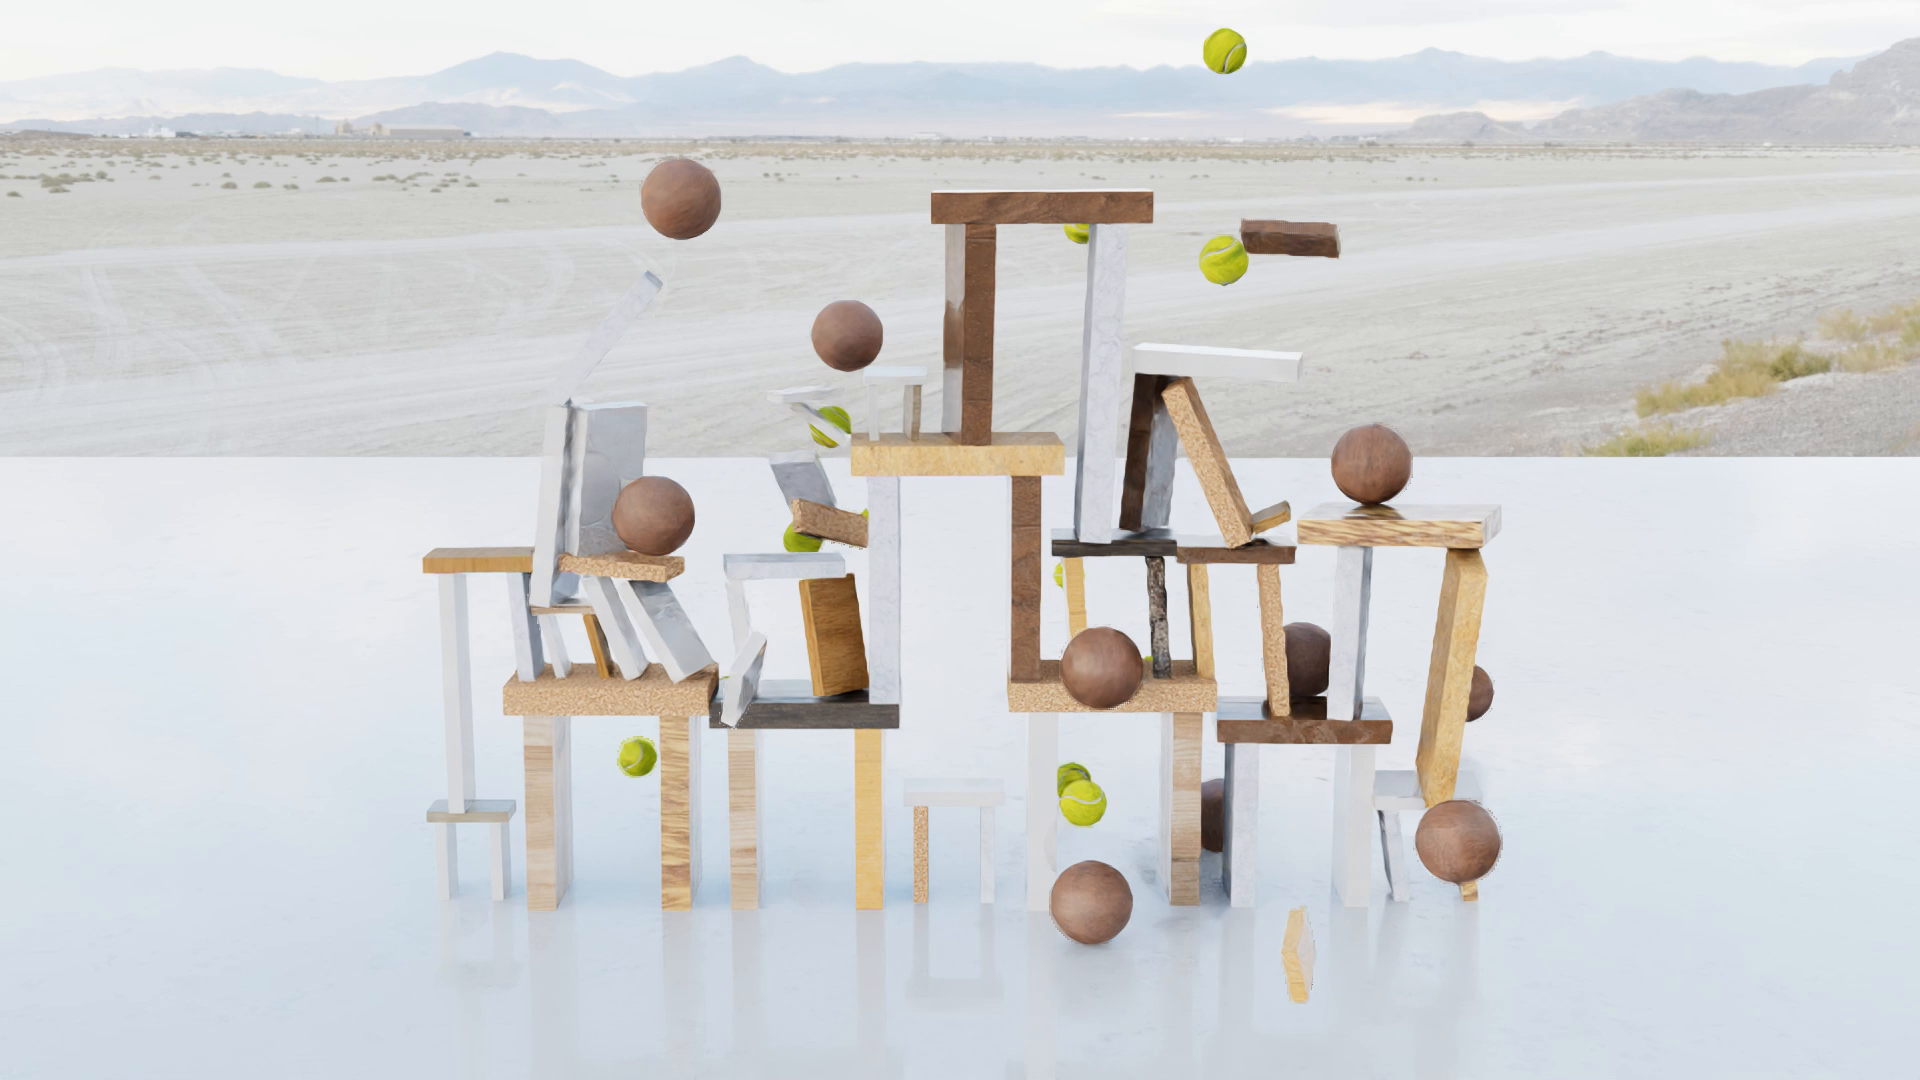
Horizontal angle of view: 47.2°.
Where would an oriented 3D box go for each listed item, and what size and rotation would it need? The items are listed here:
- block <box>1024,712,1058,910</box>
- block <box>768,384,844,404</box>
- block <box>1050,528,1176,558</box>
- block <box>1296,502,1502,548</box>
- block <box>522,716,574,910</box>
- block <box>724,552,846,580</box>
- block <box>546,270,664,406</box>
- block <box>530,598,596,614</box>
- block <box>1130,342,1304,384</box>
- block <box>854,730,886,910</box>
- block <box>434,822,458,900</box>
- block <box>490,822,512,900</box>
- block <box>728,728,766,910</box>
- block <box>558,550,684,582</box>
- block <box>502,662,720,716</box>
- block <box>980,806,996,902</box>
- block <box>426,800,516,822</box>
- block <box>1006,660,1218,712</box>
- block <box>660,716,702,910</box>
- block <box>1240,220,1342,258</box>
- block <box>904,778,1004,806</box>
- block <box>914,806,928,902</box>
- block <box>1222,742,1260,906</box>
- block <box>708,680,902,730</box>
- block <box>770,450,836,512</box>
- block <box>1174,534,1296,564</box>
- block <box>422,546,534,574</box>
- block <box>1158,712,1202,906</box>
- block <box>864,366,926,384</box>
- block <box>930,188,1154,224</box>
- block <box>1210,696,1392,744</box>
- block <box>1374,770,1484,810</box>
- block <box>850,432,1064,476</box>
[{"bbox_3d":[0.134,0.426,3.639,0.047,0.334,0.167,0,11,0],"label":"block"},{"bbox_3d":[-0.245,-0.232,3.502,0.109,0.015,0.054,-9,13,-30],"label":"block"},{"bbox_3d":[0.247,0.004,3.560,0.199,0.028,0.099,0,10,1],"label":"block"},{"bbox_3d":[0.695,-0.024,3.476,0.291,0.041,0.145,1,12,25],"label":"block"},{"bbox_3d":[-0.680,0.428,3.638,0.047,0.329,0.164,1,11,0],"label":"block"},{"bbox_3d":[-0.287,0.041,3.584,0.190,0.027,0.095,-1,9,-10],"label":"block"},{"bbox_3d":[-0.564,-0.322,3.497,0.034,0.241,0.121,40,6,-10],"label":"block"},{"bbox_3d":[-0.643,0.106,3.586,0.107,0.015,0.054,0,10,1],"label":"block"},{"bbox_3d":[0.409,-0.281,3.483,0.259,0.037,0.130,5,10,12],"label":"block"},{"bbox_3d":[-0.147,0.440,3.639,0.043,0.306,0.153,0,10,1],"label":"block"},{"bbox_3d":[-0.854,0.524,3.657,0.019,0.134,0.067,0,11,0],"label":"block"},{"bbox_3d":[-0.764,0.524,3.657,0.019,0.134,0.067,0,11,0],"label":"block"},{"bbox_3d":[-0.352,0.440,3.640,0.043,0.306,0.153,0,10,0],"label":"block"},{"bbox_3d":[-0.546,0.039,3.552,0.181,0.026,0.090,6,11,12],"label":"block"},{"bbox_3d":[-0.568,0.244,3.604,0.329,0.047,0.164,0,11,0],"label":"block"},{"bbox_3d":[0.046,0.509,3.651,0.023,0.166,0.083,0,11,0],"label":"block"},{"bbox_3d":[-0.809,0.449,3.643,0.134,0.019,0.067,0,11,0],"label":"block"},{"bbox_3d":[0.246,0.238,3.605,0.334,0.047,0.167,0,11,0],"label":"block"},{"bbox_3d":[-0.461,0.428,3.638,0.047,0.329,0.164,1,11,0],"label":"block"},{"bbox_3d":[0.430,-0.392,2.858,0.123,0.017,0.062,5,-18,17],"label":"block"},{"bbox_3d":[-0.009,0.416,3.633,0.166,0.023,0.083,0,11,0],"label":"block"},{"bbox_3d":[-0.065,0.509,3.651,0.023,0.166,0.083,0,11,0],"label":"block"},{"bbox_3d":[0.465,0.450,3.646,0.040,0.280,0.140,0,12,0],"label":"block"},{"bbox_3d":[-0.250,0.269,3.604,0.306,0.043,0.153,0,10,0],"label":"block"},{"bbox_3d":[-0.266,-0.099,3.737,0.079,0.022,0.157,-4,-31,9],"label":"block"},{"bbox_3d":[0.442,0.014,3.552,0.190,0.027,0.095,0,12,2],"label":"block"},{"bbox_3d":[-0.773,0.032,3.569,0.178,0.025,0.089,-1,10,1],"label":"block"},{"bbox_3d":[0.366,0.422,3.661,0.047,0.334,0.167,0,11,-2],"label":"block"},{"bbox_3d":[-0.102,-0.260,3.473,0.098,0.014,0.049,0,25,-1],"label":"block"},{"bbox_3d":[0.133,-0.527,3.471,0.343,0.049,0.171,0,10,5],"label":"block"},{"bbox_3d":[0.557,0.294,3.610,0.280,0.040,0.140,0,12,2],"label":"block"},{"bbox_3d":[0.758,0.409,3.592,0.174,0.025,0.087,0,24,1],"label":"block"},{"bbox_3d":[-0.008,-0.139,3.532,0.336,0.048,0.168,-1,10,-3],"label":"block"}]
